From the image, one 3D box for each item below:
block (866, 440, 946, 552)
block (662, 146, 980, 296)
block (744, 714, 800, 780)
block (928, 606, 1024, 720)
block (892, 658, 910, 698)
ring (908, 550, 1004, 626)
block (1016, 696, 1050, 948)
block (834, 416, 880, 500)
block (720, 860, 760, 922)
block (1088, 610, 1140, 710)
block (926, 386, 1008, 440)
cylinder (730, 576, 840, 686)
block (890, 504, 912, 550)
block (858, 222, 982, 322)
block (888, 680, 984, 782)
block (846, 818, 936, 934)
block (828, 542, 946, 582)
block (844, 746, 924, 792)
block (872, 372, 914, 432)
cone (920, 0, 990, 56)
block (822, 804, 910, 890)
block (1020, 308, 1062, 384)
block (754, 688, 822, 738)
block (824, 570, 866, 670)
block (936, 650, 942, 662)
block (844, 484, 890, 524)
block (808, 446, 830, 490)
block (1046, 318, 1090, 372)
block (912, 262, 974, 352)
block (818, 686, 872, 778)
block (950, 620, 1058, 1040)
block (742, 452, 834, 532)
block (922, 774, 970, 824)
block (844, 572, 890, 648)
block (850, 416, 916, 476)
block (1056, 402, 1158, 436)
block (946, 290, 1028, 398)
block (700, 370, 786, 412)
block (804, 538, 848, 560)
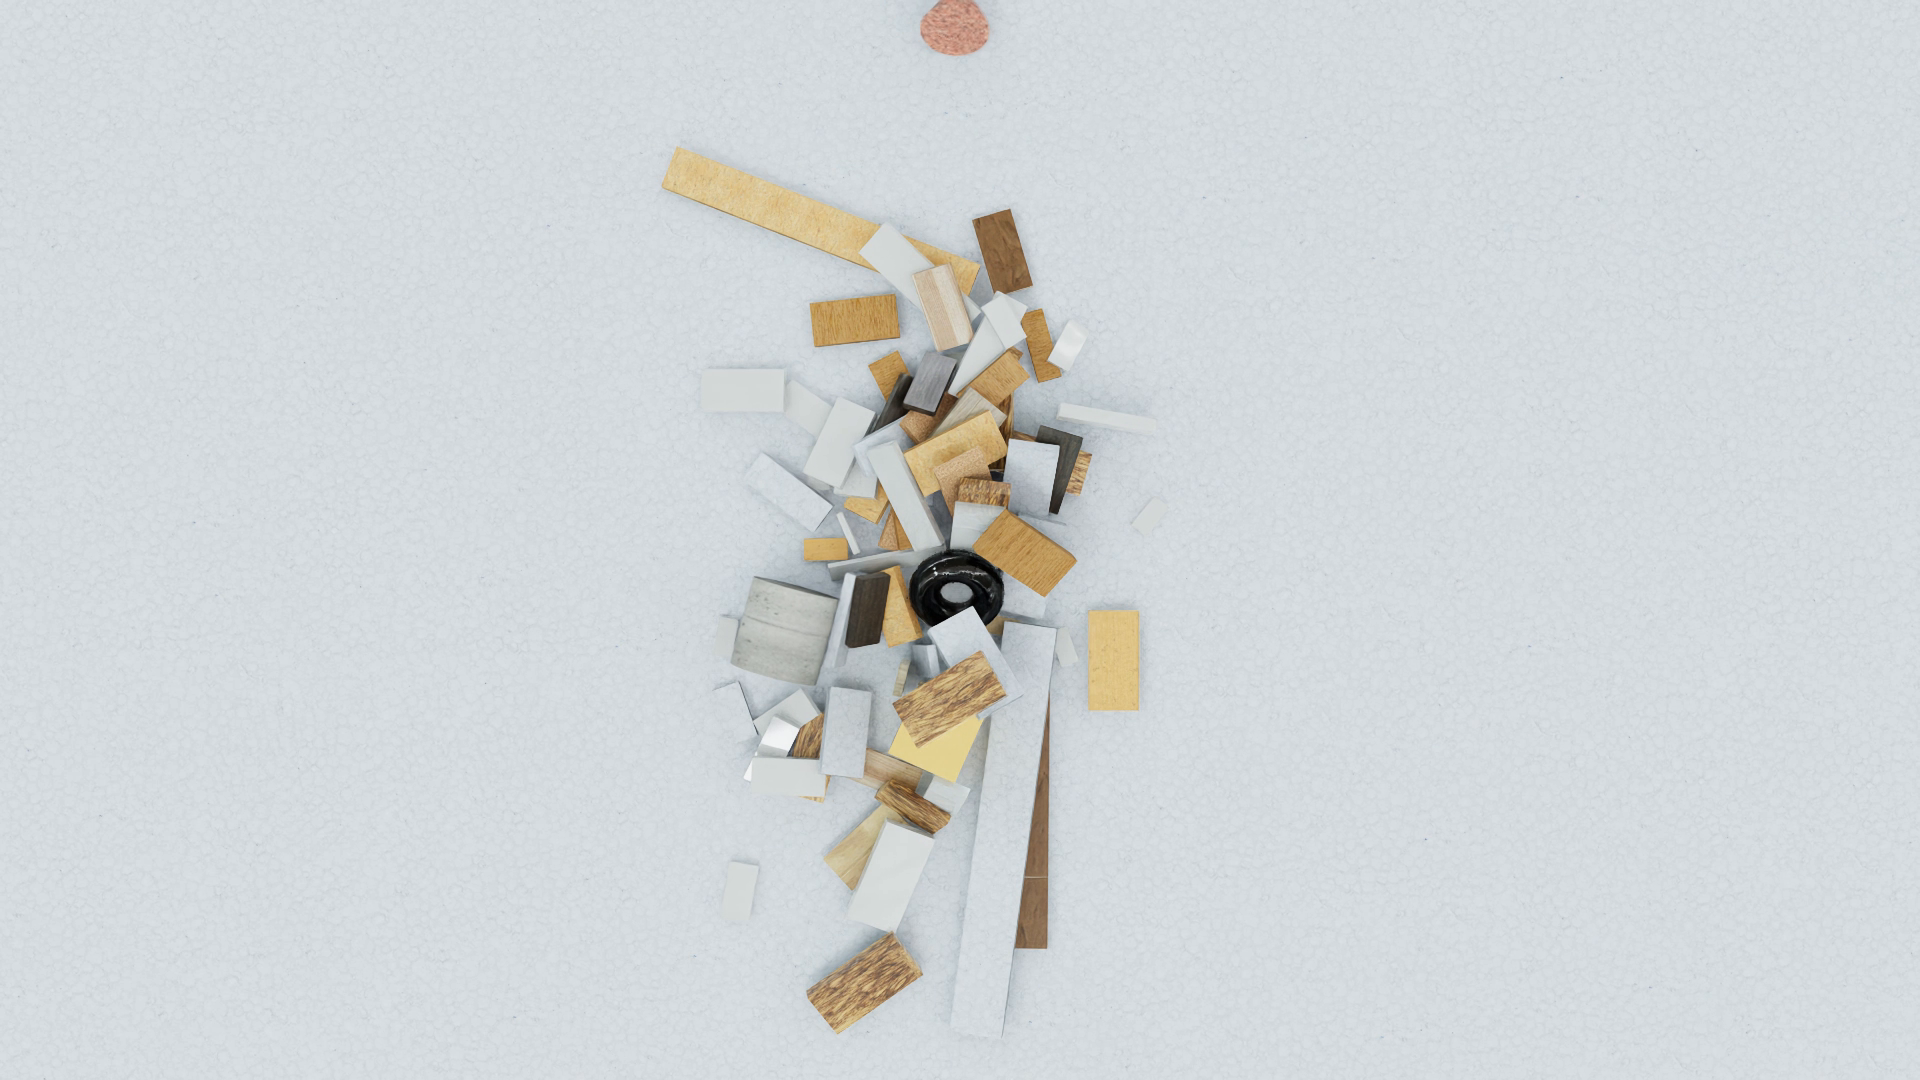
[{"bbox_3d":[-0.176,-0.141,5.351,0.108,0.031,0.378,-13,112,33],"label":"block"},{"bbox_3d":[-0.461,-1.041,5.480,1.080,0.040,0.143,21,90,0],"label":"block"},{"bbox_3d":[-0.620,0.701,5.450,0.095,0.027,0.251,27,107,0],"label":"block"},{"bbox_3d":[0.050,0.395,5.294,0.165,0.047,0.330,-28,77,-15],"label":"block"},{"bbox_3d":[-0.191,0.450,5.395,0.030,0.210,0.105,13,90,0],"label":"block"},{"bbox_3d":[-0.011,0.172,5.397,0.315,0.105,0.315,2,124,2],"label":"ring"},{"bbox_3d":[0.236,0.863,5.483,0.117,0.033,0.985,1,90,0],"label":"block"},{"bbox_3d":[-0.324,-0.278,5.446,0.138,0.039,0.276,7,81,12],"label":"block"},{"bbox_3d":[-0.733,1.169,5.487,0.095,0.027,0.190,10,90,0],"label":"block"},{"bbox_3d":[0.509,0.399,5.477,0.165,0.047,0.330,0,90,0],"label":"block"},{"bbox_3d":[-0.006,-0.329,5.370,0.156,0.044,0.312,38,93,-14],"label":"block"},{"bbox_3d":[-0.568,0.294,5.356,0.289,0.289,0.289,15,90,0],"label":"cylinder"},{"bbox_3d":[-0.167,-0.083,5.438,0.108,0.031,0.216,-13,104,-17],"label":"block"},{"bbox_3d":[-0.130,-0.852,5.433,0.426,0.038,0.133,42,109,-7],"label":"block"},{"bbox_3d":[-0.075,0.623,5.384,0.233,0.233,0.233,24,90,0],"label":"block"},{"bbox_3d":[-0.230,1.109,5.445,0.173,0.049,0.346,22,95,-11],"label":"block"},{"bbox_3d":[-0.238,0.071,5.471,0.395,0.018,0.065,-11,135,0],"label":"block"},{"bbox_3d":[-0.252,0.775,5.483,0.235,0.033,0.117,22,90,0],"label":"block"},{"bbox_3d":[-0.192,-0.425,5.421,0.112,0.032,0.223,27,85,-29],"label":"block"},{"bbox_3d":[-0.011,-1.769,5.449,0.228,0.228,0.228,4,63,0],"label":"cone"},{"bbox_3d":[-0.301,1.013,5.480,0.285,0.040,0.143,-43,90,0],"label":"block"},{"bbox_3d":[0.267,-0.646,5.489,0.080,0.023,0.234,-16,90,0],"label":"block"},{"bbox_3d":[-0.572,0.587,5.453,0.210,0.030,0.105,-35,85,16],"label":"block"},{"bbox_3d":[-0.376,0.262,5.420,0.035,0.125,0.317,15,96,13],"label":"block"},{"bbox_3d":[-0.015,0.359,5.491,0.130,0.018,0.065,-12,90,0],"label":"block"},{"bbox_3d":[-0.270,-0.190,5.458,0.125,0.035,0.249,27,86,15],"label":"block"},{"bbox_3d":[-0.470,-0.238,5.490,0.072,0.020,0.144,0,90,0],"label":"block"},{"bbox_3d":[0.361,-0.645,5.475,0.080,0.023,0.159,29,83,-7],"label":"block"},{"bbox_3d":[-0.052,-0.764,5.413,0.133,0.038,0.266,-16,106,13],"label":"block"},{"bbox_3d":[-0.378,0.634,5.431,0.143,0.040,0.285,10,79,-20],"label":"block"},{"bbox_3d":[0.145,0.955,5.447,0.173,0.049,1.365,8,91,10],"label":"block"},{"bbox_3d":[-0.568,-0.159,5.472,0.294,0.032,0.114,37,102,0],"label":"block"},{"bbox_3d":[-0.055,0.847,5.388,0.121,0.243,0.034,24,58,0],"label":"block"},{"bbox_3d":[-0.302,0.230,5.409,0.034,0.122,0.243,27,115,41],"label":"block"},{"bbox_3d":[-0.235,-0.309,5.379,0.228,0.032,0.114,-30,111,-21],"label":"block"},{"bbox_3d":[0.481,-0.396,5.422,0.317,0.156,0.044,10,90,0],"label":"block"},{"bbox_3d":[0.088,-0.626,5.412,0.112,0.032,0.369,26,93,-14],"label":"block"},{"bbox_3d":[-0.716,-0.494,5.462,0.276,0.039,0.138,1,86,6],"label":"block"},{"bbox_3d":[-0.446,0.031,5.490,0.144,0.020,0.072,-1,90,0],"label":"block"}]
